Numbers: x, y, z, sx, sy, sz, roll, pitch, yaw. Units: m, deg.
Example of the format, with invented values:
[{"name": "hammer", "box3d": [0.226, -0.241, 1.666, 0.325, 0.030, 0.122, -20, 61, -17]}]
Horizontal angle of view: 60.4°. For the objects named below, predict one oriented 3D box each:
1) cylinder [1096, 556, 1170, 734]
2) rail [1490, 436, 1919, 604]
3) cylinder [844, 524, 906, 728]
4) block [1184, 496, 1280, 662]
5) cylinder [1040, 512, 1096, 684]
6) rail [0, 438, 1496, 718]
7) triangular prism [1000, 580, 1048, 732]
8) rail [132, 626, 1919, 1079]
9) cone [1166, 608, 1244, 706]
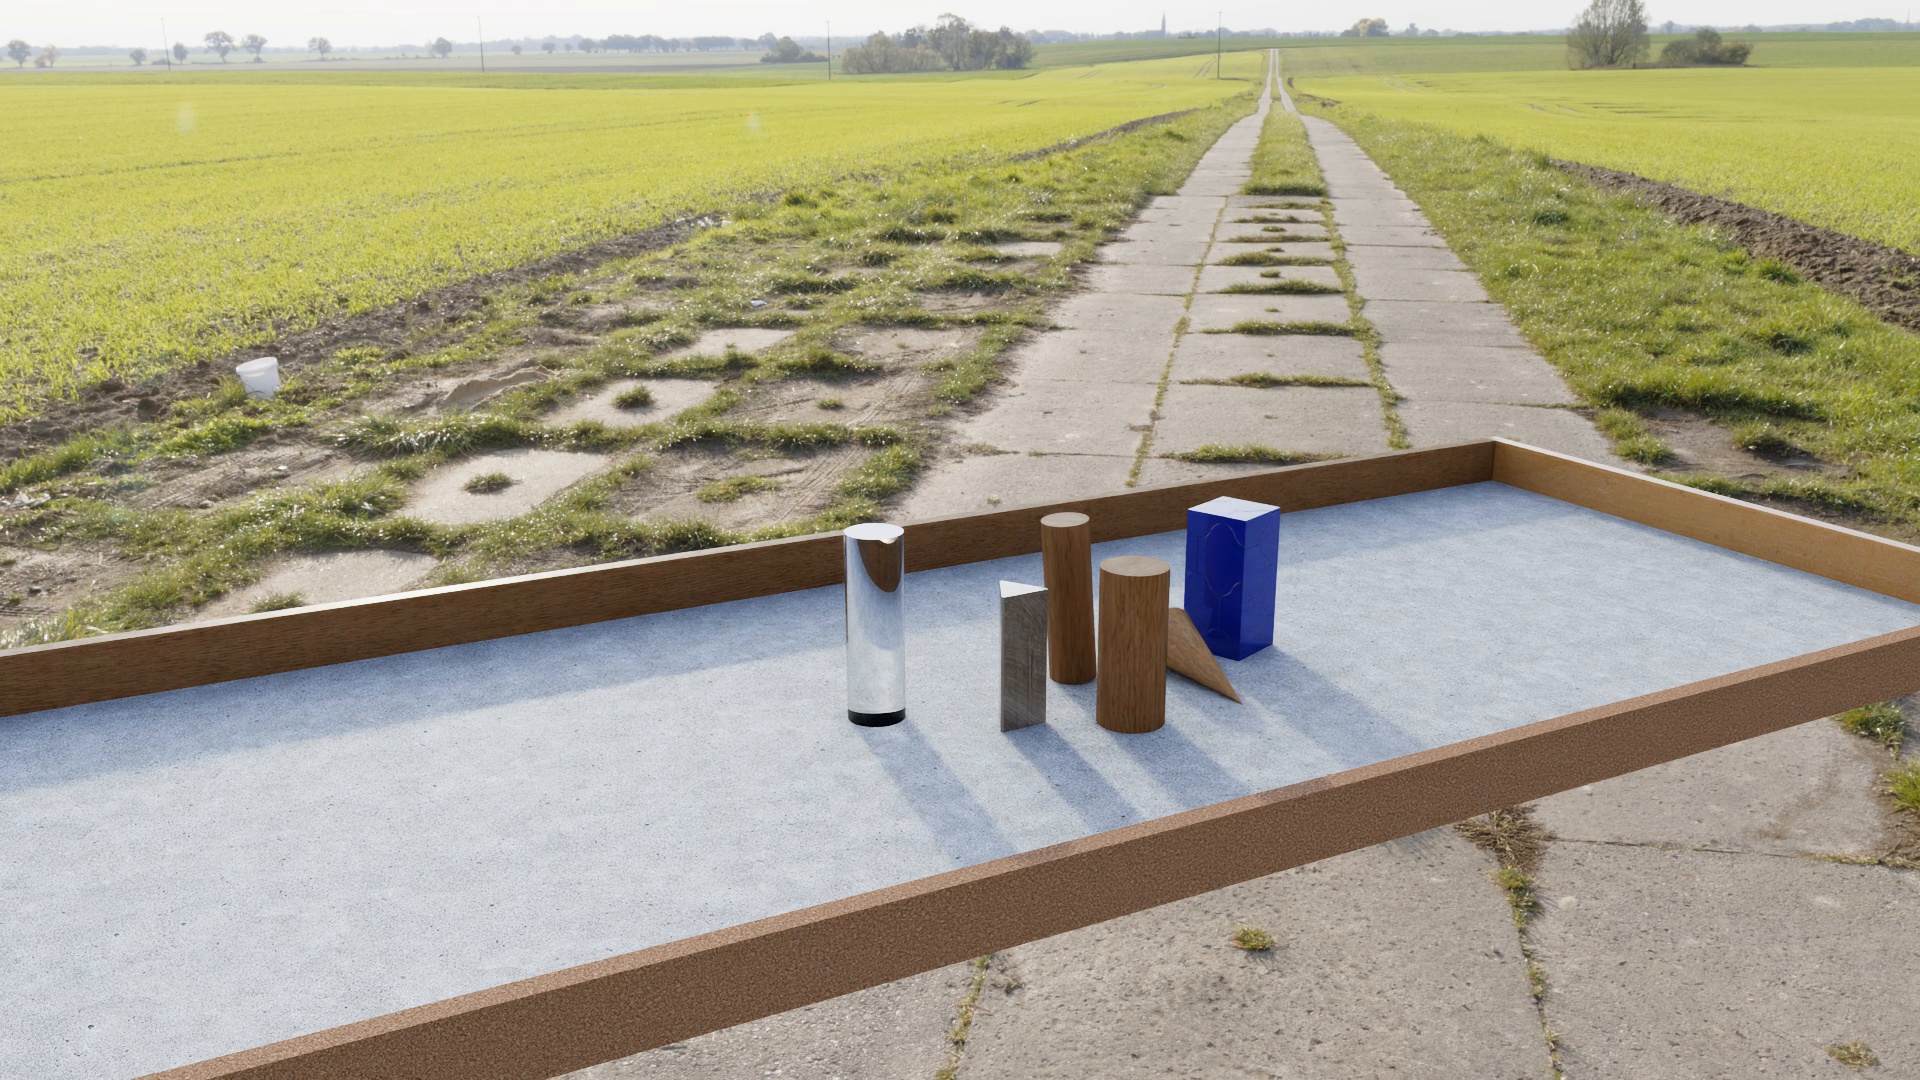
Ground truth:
[{"name": "cylinder", "box3d": [0.403, 0.243, 3.848, 0.162, 0.383, 0.162, 0, 16, 0]}, {"name": "rail", "box3d": [2.466, -0.048, 5.253, 0.050, 0.150, 2.100, -9, 18, -27]}, {"name": "cylinder", "box3d": [-0.199, 0.199, 3.865, 0.138, 0.458, 0.138, 0, 16, 0]}, {"name": "block", "box3d": [0.714, 0.099, 4.346, 0.174, 0.379, 0.174, 13, 21, 38]}, {"name": "cylinder", "box3d": [0.272, 0.146, 4.112, 0.120, 0.413, 0.120, -4, 18, 1]}, {"name": "rail", "box3d": [-3.305, 0.497, 3.399, 12.000, 0.150, 0.050, -9, 18, -27]}, {"name": "triangular prism", "box3d": [0.123, 0.267, 3.861, 0.123, 0.330, 0.106, -10, 19, -29]}, {"name": "rail", "box3d": [-2.336, 1.006, 1.665, 12.000, 0.150, 0.050, -9, 18, -27]}, {"name": "cone", "box3d": [0.609, 0.321, 4.128, 0.154, 0.154, 0.349, -8, 31, -26]}]
